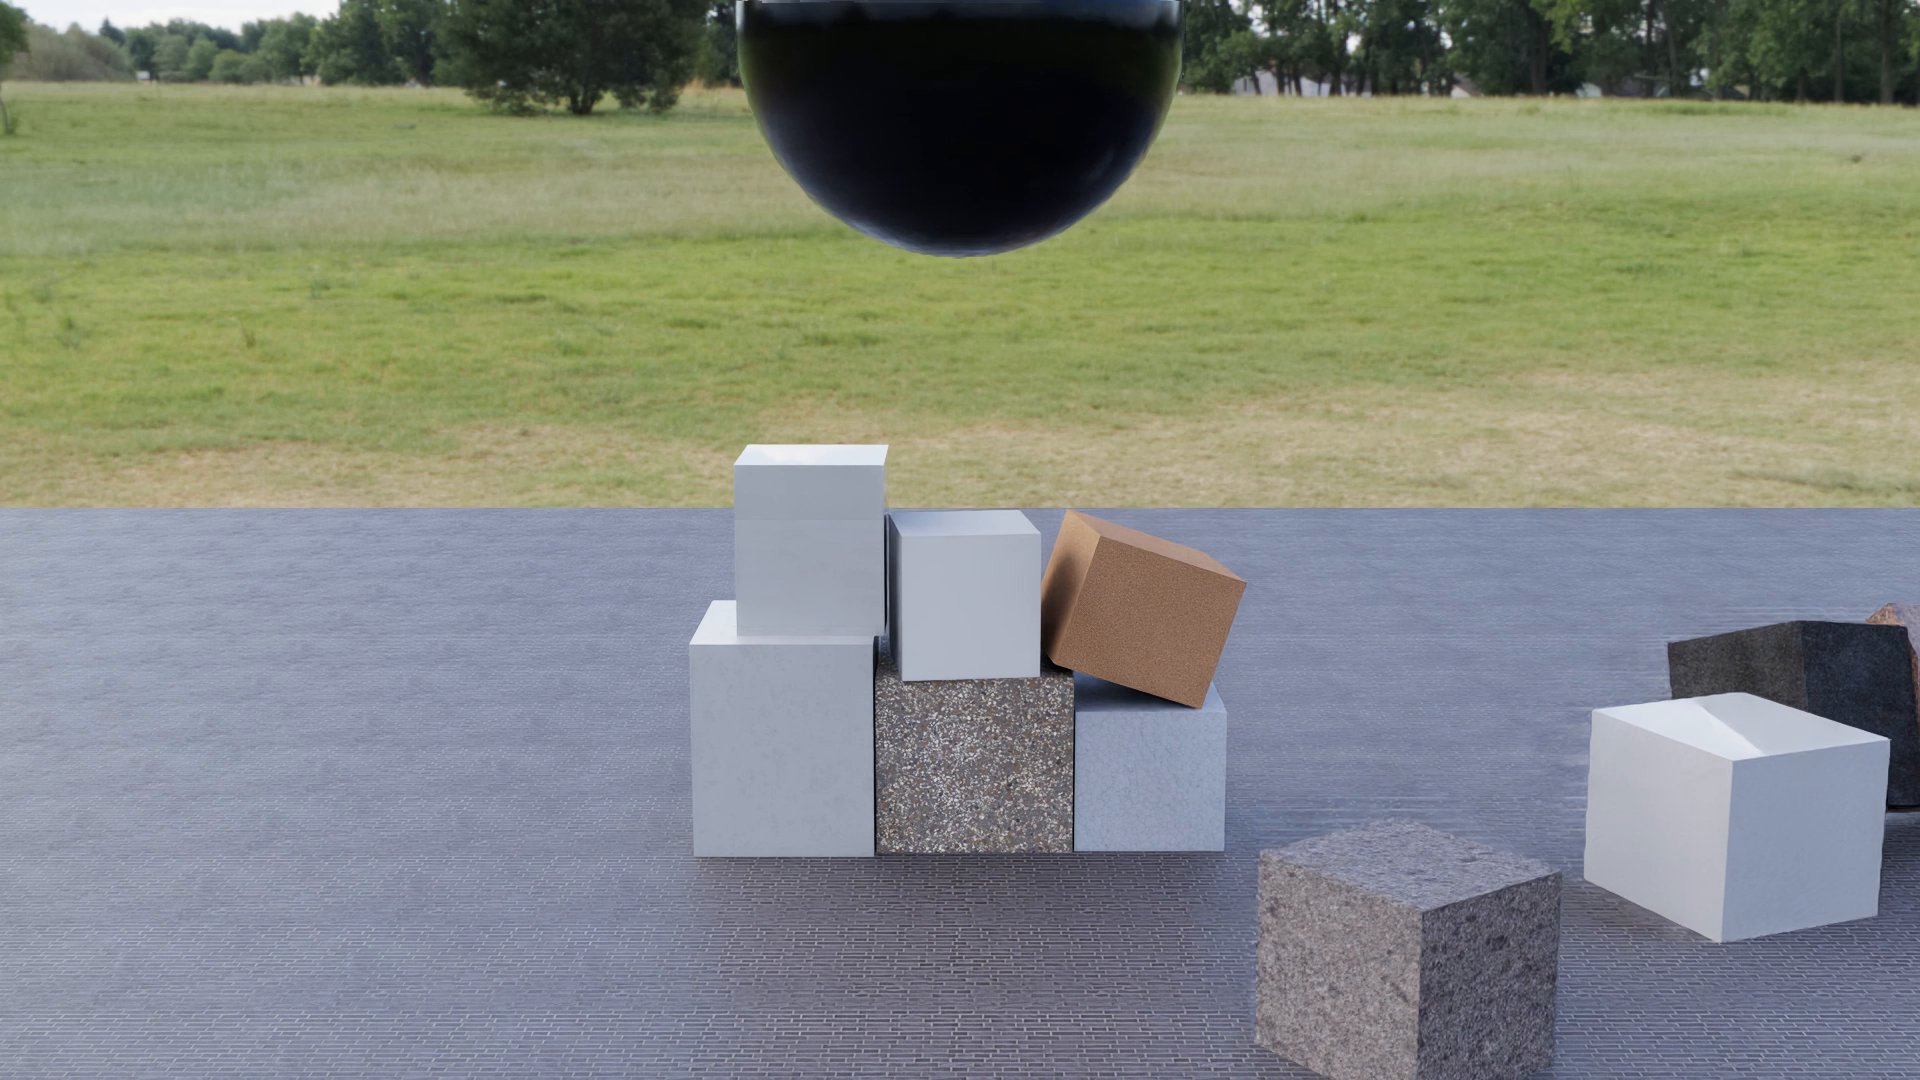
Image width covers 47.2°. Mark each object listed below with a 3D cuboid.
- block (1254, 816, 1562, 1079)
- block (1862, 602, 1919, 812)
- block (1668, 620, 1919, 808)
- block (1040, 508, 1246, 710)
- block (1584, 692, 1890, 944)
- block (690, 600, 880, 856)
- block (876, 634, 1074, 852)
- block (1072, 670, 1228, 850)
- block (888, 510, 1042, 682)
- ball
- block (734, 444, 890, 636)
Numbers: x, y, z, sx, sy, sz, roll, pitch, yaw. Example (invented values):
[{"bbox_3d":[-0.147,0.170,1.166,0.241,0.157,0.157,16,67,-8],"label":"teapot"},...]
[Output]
[{"bbox_3d":[1.716,1.615,8.475,0.768,0.790,0.838,-7,13,-35],"label":"block"},{"bbox_3d":[4.923,0.879,11.376,0.731,0.753,0.808,4,-37,-29],"label":"block"},{"bbox_3d":[4.206,0.920,11.100,0.750,0.889,0.866,4,-12,-27],"label":"block"},{"bbox_3d":[0.880,0.338,11.211,0.784,0.673,0.816,18,7,-11],"label":"block"},{"bbox_3d":[3.604,1.265,10.262,0.906,0.838,0.945,-4,11,-22],"label":"block"},{"bbox_3d":[-0.874,0.948,11.333,0.895,1.081,1.040,0,10,0],"label":"block"},{"bbox_3d":[0.072,1.034,11.373,0.977,0.897,0.957,0,10,0],"label":"block"},{"bbox_3d":[0.946,1.127,11.366,0.751,0.716,0.864,0,10,0],"label":"block"},{"bbox_3d":[0.014,0.268,11.071,0.681,0.718,0.696,-1,10,-7],"label":"block"},{"bbox_3d":[0.000,-1.811,7.843,1.600,1.600,1.600,0,10,0],"label":"ball"},{"bbox_3d":[-0.740,-0.010,11.187,0.734,0.857,0.723,0,10,0],"label":"block"}]
